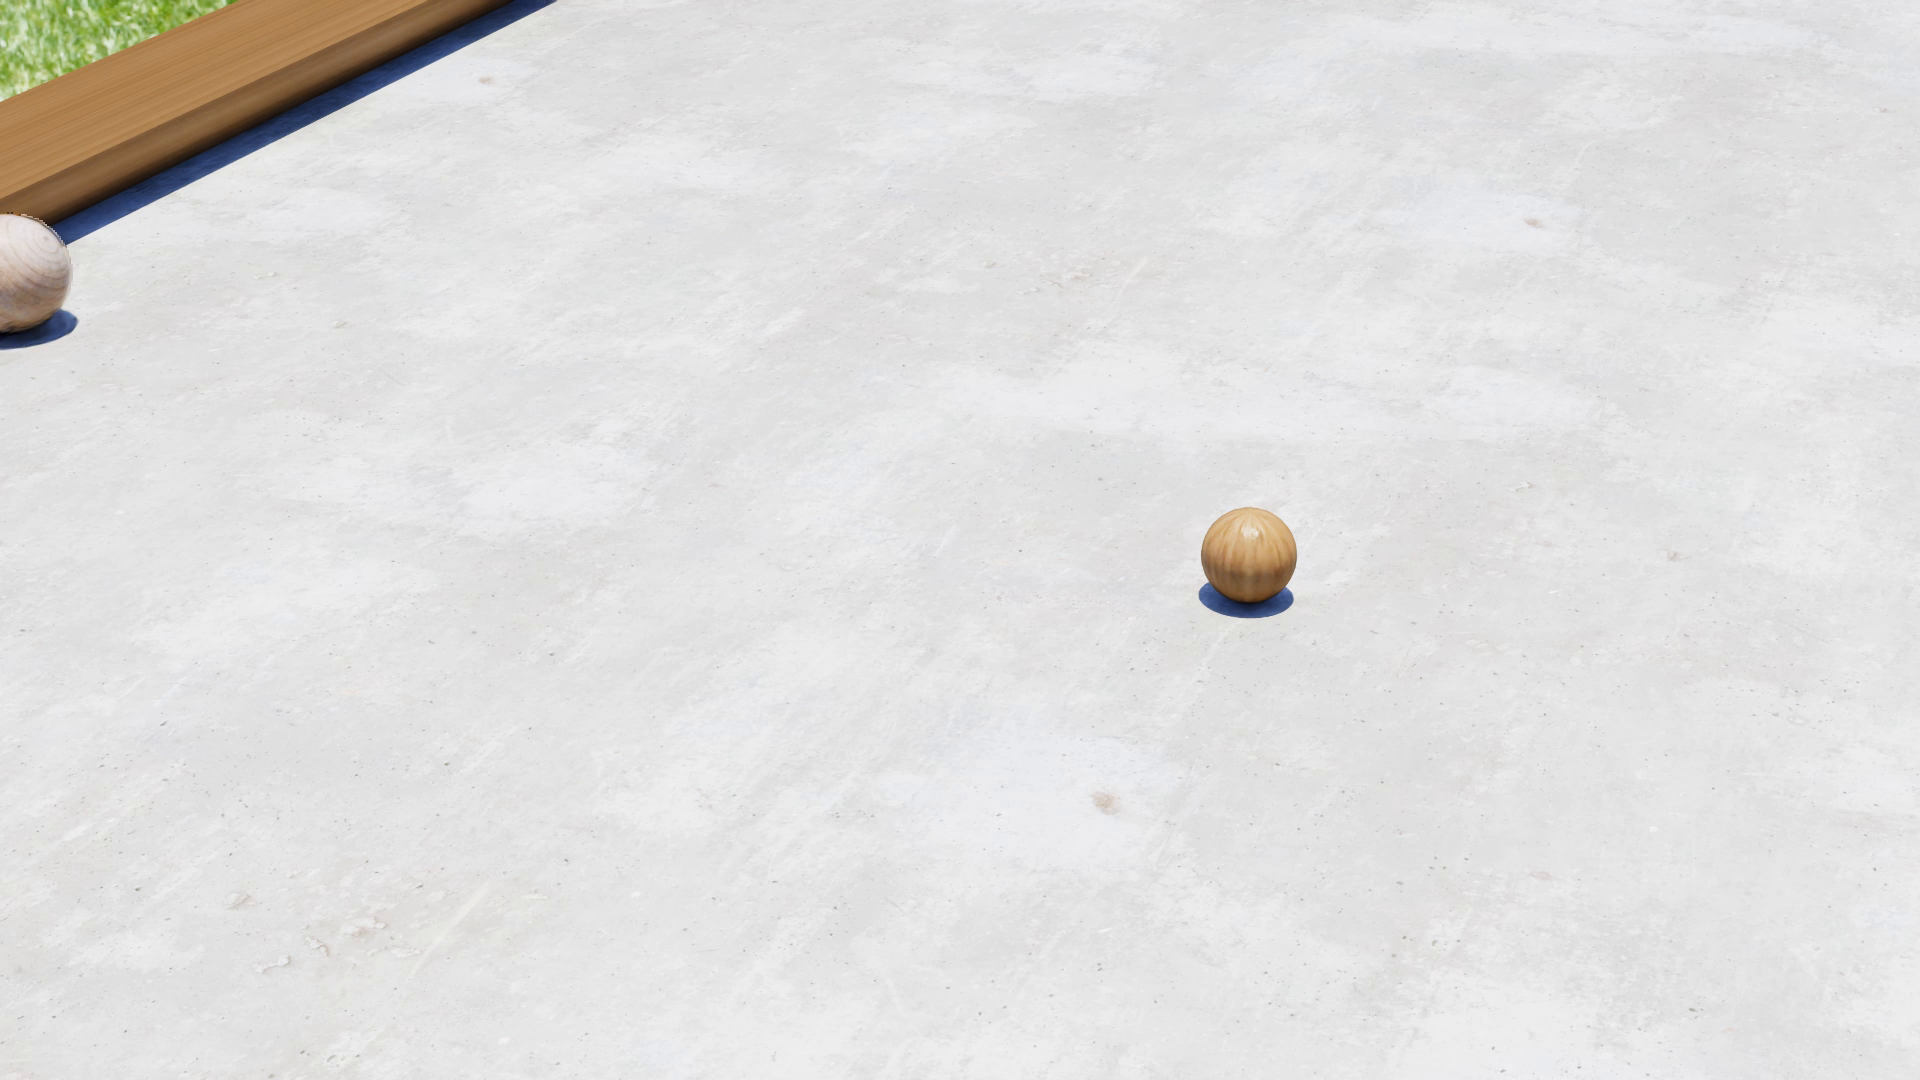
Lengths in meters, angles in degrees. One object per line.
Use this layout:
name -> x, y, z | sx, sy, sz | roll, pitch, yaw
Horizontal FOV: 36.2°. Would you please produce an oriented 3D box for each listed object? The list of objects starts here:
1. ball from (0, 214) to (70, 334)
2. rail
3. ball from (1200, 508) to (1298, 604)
ball -> -0.709, -0.198, 2.192 | 0.089, 0.089, 0.089 | 0, 26, 0
rail -> -0.527, -0.511, 2.800 | 0.045, 0.115, 3.288 | 11, 28, 21
ball -> 0.177, 0.009, 1.800 | 0.059, 0.059, 0.059 | 0, 26, 0
